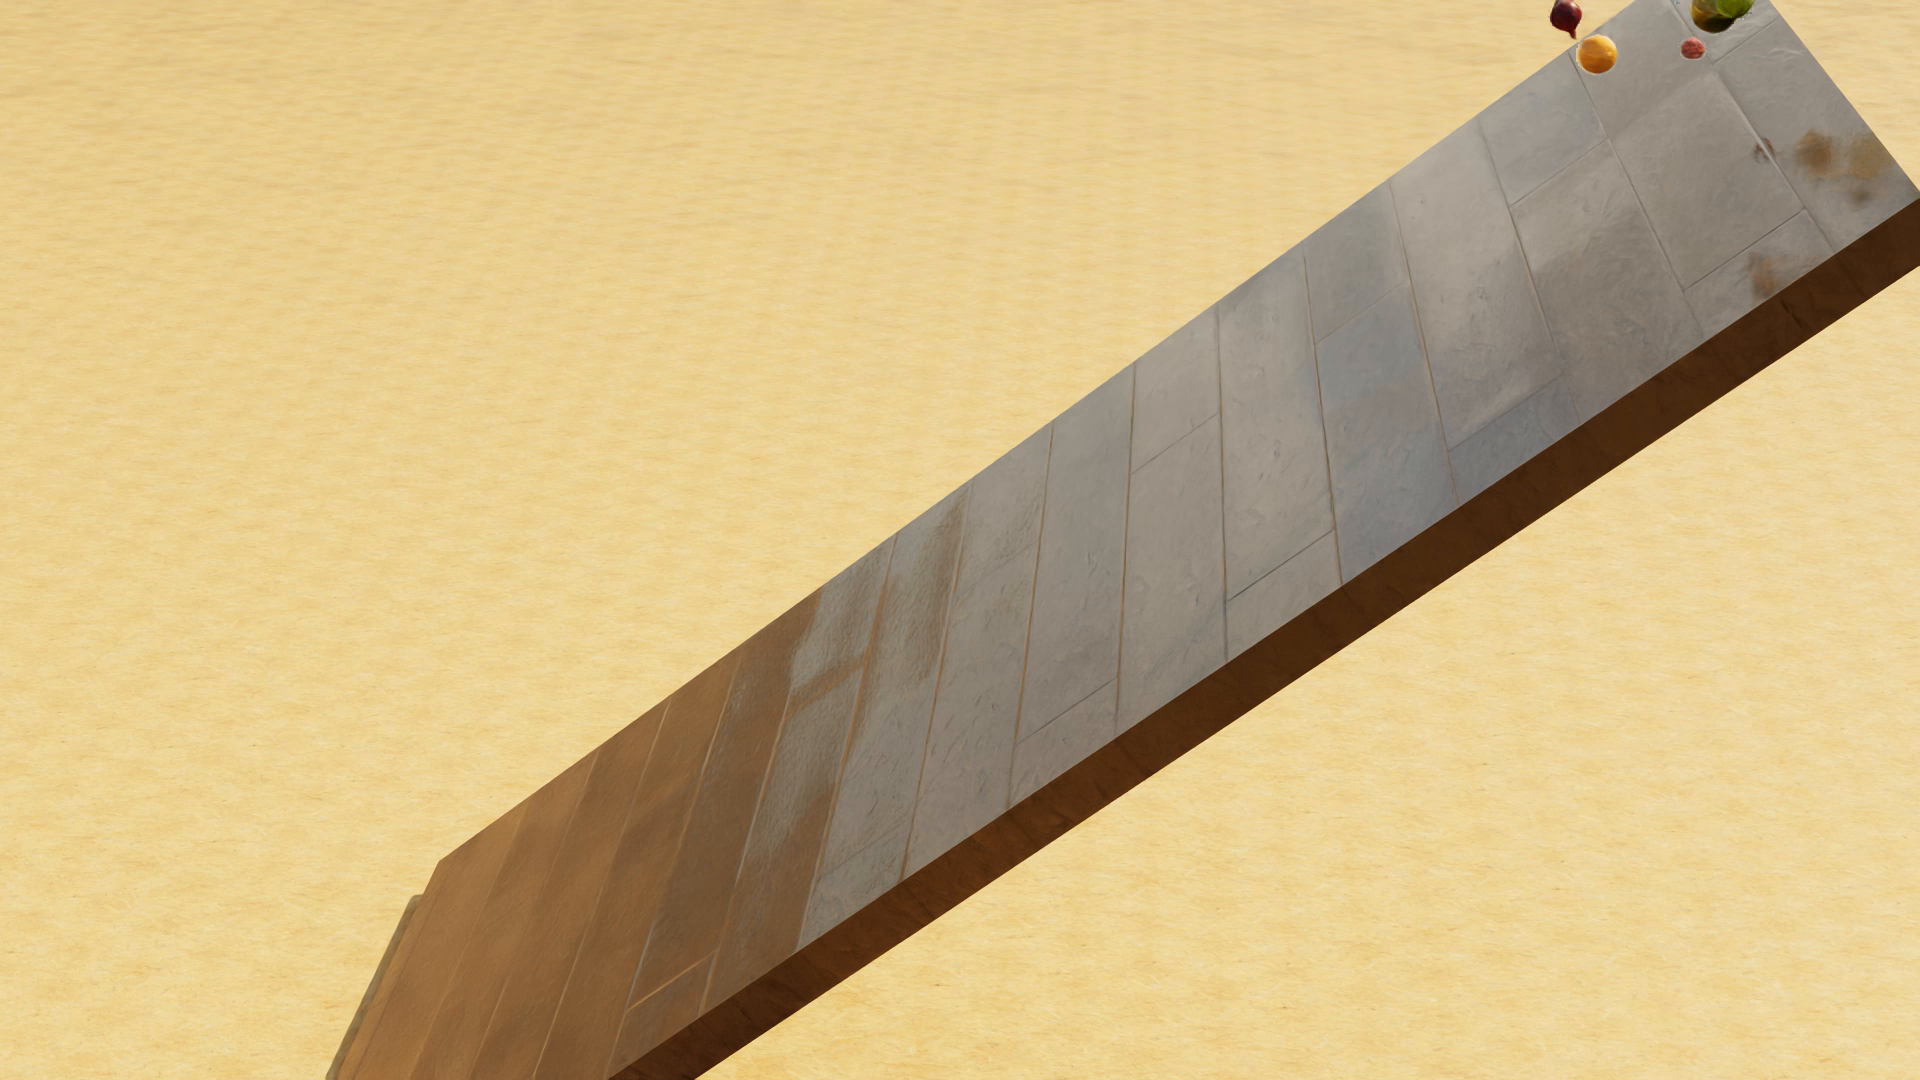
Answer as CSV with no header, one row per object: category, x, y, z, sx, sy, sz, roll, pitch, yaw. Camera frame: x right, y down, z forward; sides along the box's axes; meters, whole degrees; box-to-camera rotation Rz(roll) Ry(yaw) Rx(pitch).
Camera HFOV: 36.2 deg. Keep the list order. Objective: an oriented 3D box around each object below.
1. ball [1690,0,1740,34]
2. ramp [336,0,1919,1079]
ball,1.452,-1.021,5.659,0.091,0.091,0.091,0,23,0
ramp,0.123,0.183,6.335,4.000,0.100,2.000,-35,16,18
